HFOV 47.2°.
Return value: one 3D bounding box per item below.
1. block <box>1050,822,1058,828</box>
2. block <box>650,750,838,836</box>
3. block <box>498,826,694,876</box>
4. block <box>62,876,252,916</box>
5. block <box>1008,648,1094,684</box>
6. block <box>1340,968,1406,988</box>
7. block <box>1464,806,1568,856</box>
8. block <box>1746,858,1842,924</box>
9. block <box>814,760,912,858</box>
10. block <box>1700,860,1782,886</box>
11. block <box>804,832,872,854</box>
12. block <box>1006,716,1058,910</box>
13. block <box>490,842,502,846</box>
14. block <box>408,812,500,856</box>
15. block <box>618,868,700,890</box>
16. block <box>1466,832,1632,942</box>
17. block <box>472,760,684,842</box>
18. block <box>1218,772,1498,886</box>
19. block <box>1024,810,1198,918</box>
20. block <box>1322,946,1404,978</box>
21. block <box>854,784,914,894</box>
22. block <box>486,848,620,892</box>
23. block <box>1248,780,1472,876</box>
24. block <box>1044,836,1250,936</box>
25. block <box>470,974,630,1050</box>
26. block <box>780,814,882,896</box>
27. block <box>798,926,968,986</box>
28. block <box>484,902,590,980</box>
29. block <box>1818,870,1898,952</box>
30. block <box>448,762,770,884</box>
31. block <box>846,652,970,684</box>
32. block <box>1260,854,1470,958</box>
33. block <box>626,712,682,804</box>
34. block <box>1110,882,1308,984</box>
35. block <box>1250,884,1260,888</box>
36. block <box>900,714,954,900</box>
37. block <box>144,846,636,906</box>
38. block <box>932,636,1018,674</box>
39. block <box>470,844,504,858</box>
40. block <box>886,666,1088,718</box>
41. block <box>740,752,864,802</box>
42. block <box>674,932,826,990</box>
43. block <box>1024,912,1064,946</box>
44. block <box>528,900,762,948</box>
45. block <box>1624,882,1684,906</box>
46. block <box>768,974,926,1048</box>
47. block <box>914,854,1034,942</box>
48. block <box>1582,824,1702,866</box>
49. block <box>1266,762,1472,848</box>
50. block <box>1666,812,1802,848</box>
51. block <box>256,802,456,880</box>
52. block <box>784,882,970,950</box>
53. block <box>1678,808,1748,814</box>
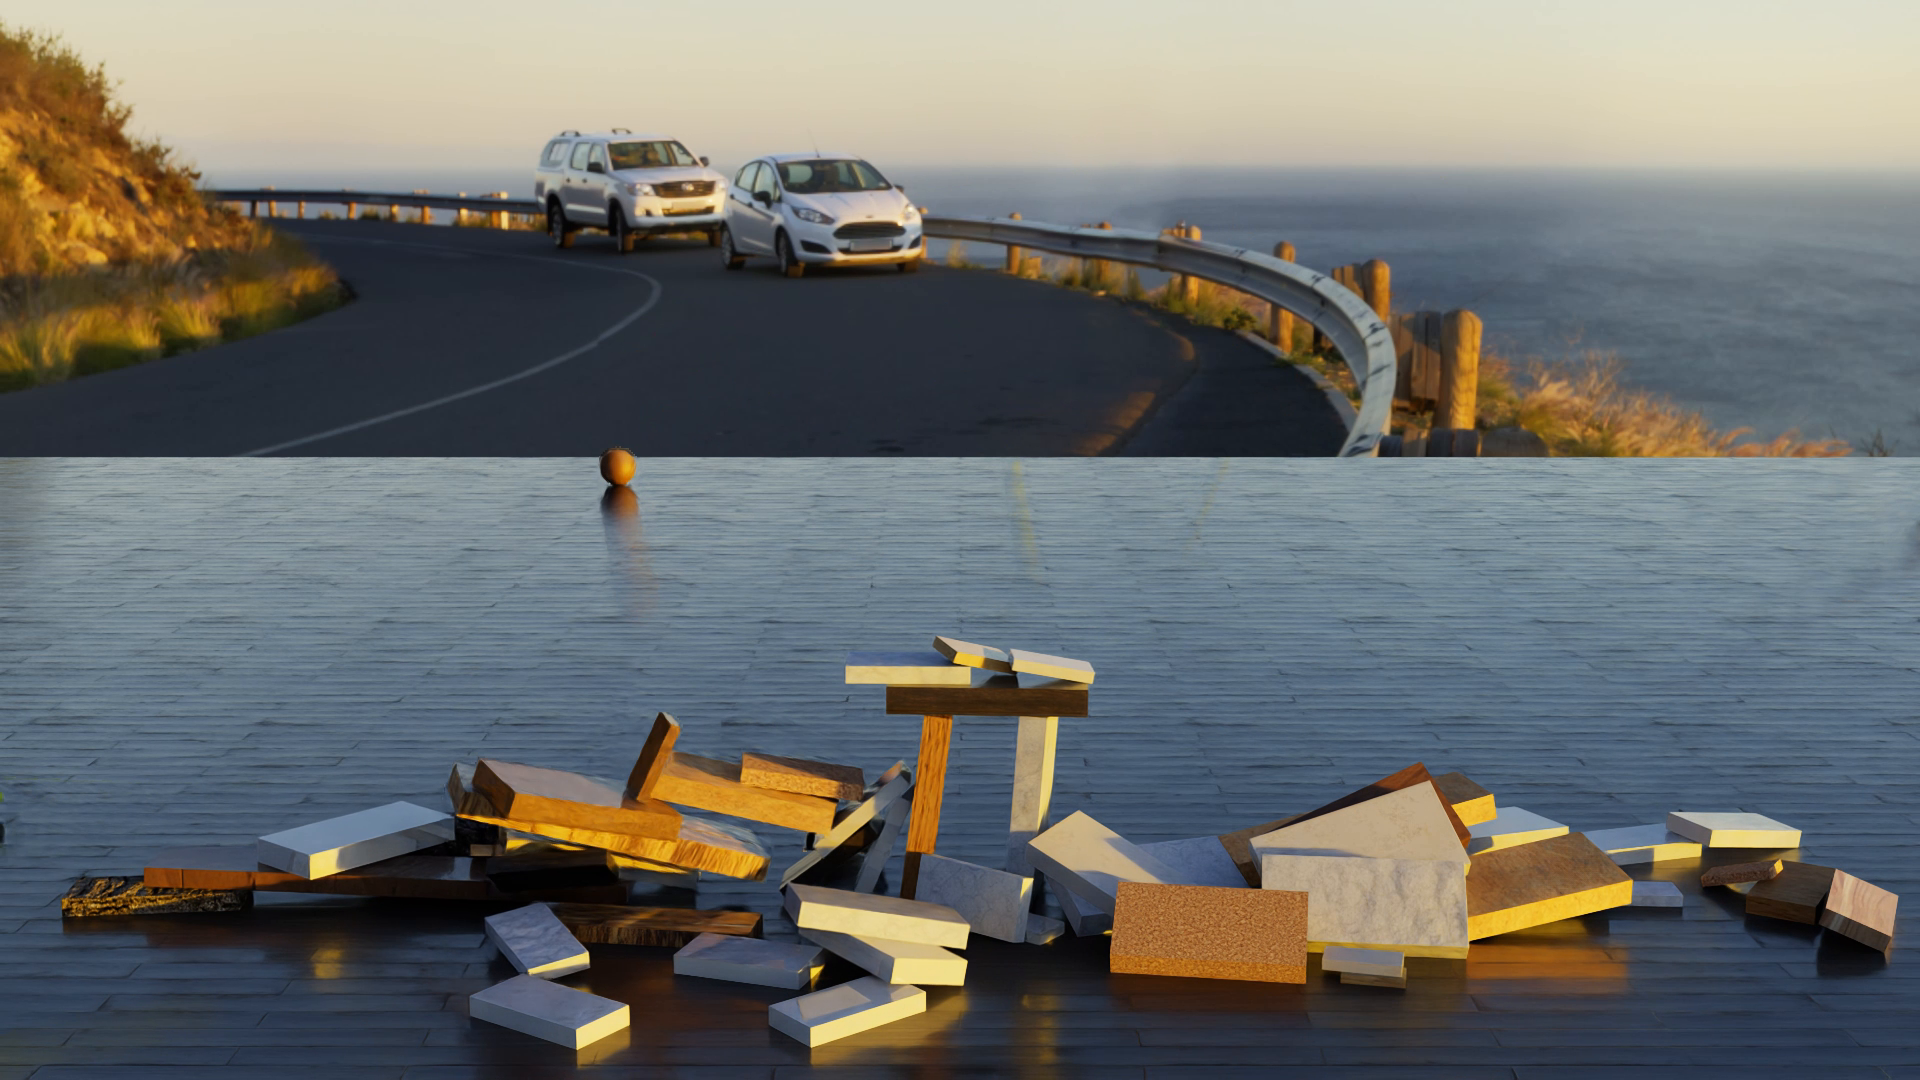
[{"bbox_3d":[0.200,0.533,3.707,0.129,0.018,0.064,41,14,0],"label":"block"},{"bbox_3d":[-0.352,0.416,3.635,0.299,0.042,0.149,12,9,-1],"label":"block"},{"bbox_3d":[-0.598,0.505,3.625,0.312,0.029,0.102,9,11,-20],"label":"block"},{"bbox_3d":[-1.320,0.583,3.624,0.279,0.030,0.106,-1,11,-6],"label":"block"},{"bbox_3d":[0.148,0.205,3.584,0.133,0.019,0.067,10,11,-7],"label":"block"},{"bbox_3d":[0.620,0.652,3.295,0.095,0.014,0.048,2,11,12],"label":"block"},{"bbox_3d":[0.851,0.513,3.768,0.342,0.044,0.156,-4,7,-20],"label":"block"},{"bbox_3d":[1.381,0.580,3.638,0.107,0.030,0.214,7,12,31],"label":"block"},{"bbox_3d":[-0.161,0.444,3.637,0.188,0.027,0.094,-40,6,5],"label":"block"},{"bbox_3d":[1.310,0.559,3.687,0.118,0.017,0.059,-16,0,39],"label":"block"},{"bbox_3d":[-0.199,0.517,3.839,0.135,0.067,0.019,5,43,-10],"label":"block"},{"bbox_3d":[0.120,0.429,3.644,0.046,0.324,0.162,6,11,9],"label":"block"},{"bbox_3d":[-0.800,0.521,3.904,0.211,0.030,0.106,-3,9,16],"label":"block"},{"bbox_3d":[-0.901,0.520,3.825,0.230,0.033,0.115,-18,21,-28],"label":"block"},{"bbox_3d":[-0.557,0.534,3.689,0.230,0.033,0.115,10,10,-12],"label":"block"},{"bbox_3d":[0.900,0.557,3.537,0.312,0.044,0.156,-10,25,-14],"label":"block"},{"bbox_3d":[-0.605,0.413,3.485,0.299,0.042,0.149,14,7,-37],"label":"block"},{"bbox_3d":[0.662,0.486,3.703,0.449,0.043,0.151,-14,11,-8],"label":"block"},{"bbox_3d":[0.247,0.536,3.518,0.263,0.037,0.131,29,36,32],"label":"block"},{"bbox_3d":[0.607,0.634,3.312,0.118,0.017,0.059,3,11,14],"label":"block"},{"bbox_3d":[-0.126,0.500,3.655,0.027,0.188,0.094,24,10,-3],"label":"block"},{"bbox_3d":[-0.653,0.531,3.534,0.192,0.027,0.096,-5,-27,3],"label":"block"},{"bbox_3d":[0.638,0.507,3.520,0.312,0.044,0.156,-17,57,-7],"label":"block"},{"bbox_3d":[0.307,0.560,3.571,0.302,0.043,0.151,-4,32,-19],"label":"block"},{"bbox_3d":[-0.587,0.672,3.143,0.211,0.030,0.106,7,13,34],"label":"block"},{"bbox_3d":[-0.214,0.523,3.659,0.188,0.027,0.094,-37,8,8],"label":"block"},{"bbox_3d":[-0.120,0.616,3.329,0.131,0.037,0.263,10,2,-36],"label":"block"},{"bbox_3d":[-0.649,0.617,3.369,0.096,0.027,0.192,-12,22,-29],"label":"block"},{"bbox_3d":[1.435,0.590,3.509,0.102,0.029,0.204,24,19,20],"label":"block"},{"bbox_3d":[-0.569,0.461,3.578,0.514,0.042,0.149,16,6,-21],"label":"block"},{"bbox_3d":[-0.084,0.209,3.598,0.202,0.029,0.101,0,11,0],"label":"block"},{"bbox_3d":[0.627,0.569,3.422,0.313,0.041,0.146,1,55,6],"label":"block"},{"bbox_3d":[-0.493,0.349,3.537,0.019,0.135,0.068,23,4,-26],"label":"block"},{"bbox_3d":[0.381,0.596,3.345,0.292,0.041,0.146,2,40,9],"label":"block"},{"bbox_3d":[0.537,0.552,3.704,0.135,0.019,0.068,-19,2,-30],"label":"block"},{"bbox_3d":[-0.053,0.428,3.643,0.046,0.324,0.162,8,11,0],"label":"block"},{"bbox_3d":[-0.941,0.557,3.655,0.785,0.033,0.115,3,10,-1],"label":"block"},{"bbox_3d":[0.027,0.189,3.595,0.133,0.019,0.067,14,13,-37],"label":"block"},{"bbox_3d":[-0.787,0.537,3.749,0.067,0.019,0.135,2,-14,1],"label":"block"},{"bbox_3d":[0.047,0.245,3.609,0.324,0.046,0.162,1,11,3],"label":"block"},{"bbox_3d":[-0.263,0.392,3.652,0.202,0.029,0.101,9,9,-7],"label":"block"},{"bbox_3d":[-0.319,0.637,3.334,0.204,0.029,0.102,4,11,18],"label":"block"},{"bbox_3d":[0.093,0.612,3.499,0.133,0.019,0.067,8,13,36],"label":"block"},{"bbox_3d":[-0.510,0.611,3.483,0.382,0.027,0.096,2,11,8],"label":"block"},{"bbox_3d":[0.874,0.583,3.652,0.627,0.019,0.068,0,11,3],"label":"block"},{"bbox_3d":[-0.161,0.671,3.152,0.204,0.029,0.102,-9,14,-39],"label":"block"},{"bbox_3d":[0.019,0.568,3.498,0.202,0.101,0.029,8,-2,36],"label":"block"},{"bbox_3d":[1.135,0.540,3.858,0.314,0.029,0.102,-3,11,-17],"label":"block"},{"bbox_3d":[0.662,0.491,3.590,0.302,0.043,0.151,-22,58,-13],"label":"block"},{"bbox_3d":[1.373,0.514,3.903,0.214,0.030,0.107,4,9,-27],"label":"block"},{"bbox_3d":[-1.014,0.503,3.704,0.146,0.041,0.292,8,12,38],"label":"block"},{"bbox_3d":[-0.129,0.575,3.368,0.263,0.037,0.131,10,1,-14],"label":"block"},{"bbox_3d":[1.393,0.510,4.052,0.118,0.017,0.059,-1,11,-3],"label":"block"}]
